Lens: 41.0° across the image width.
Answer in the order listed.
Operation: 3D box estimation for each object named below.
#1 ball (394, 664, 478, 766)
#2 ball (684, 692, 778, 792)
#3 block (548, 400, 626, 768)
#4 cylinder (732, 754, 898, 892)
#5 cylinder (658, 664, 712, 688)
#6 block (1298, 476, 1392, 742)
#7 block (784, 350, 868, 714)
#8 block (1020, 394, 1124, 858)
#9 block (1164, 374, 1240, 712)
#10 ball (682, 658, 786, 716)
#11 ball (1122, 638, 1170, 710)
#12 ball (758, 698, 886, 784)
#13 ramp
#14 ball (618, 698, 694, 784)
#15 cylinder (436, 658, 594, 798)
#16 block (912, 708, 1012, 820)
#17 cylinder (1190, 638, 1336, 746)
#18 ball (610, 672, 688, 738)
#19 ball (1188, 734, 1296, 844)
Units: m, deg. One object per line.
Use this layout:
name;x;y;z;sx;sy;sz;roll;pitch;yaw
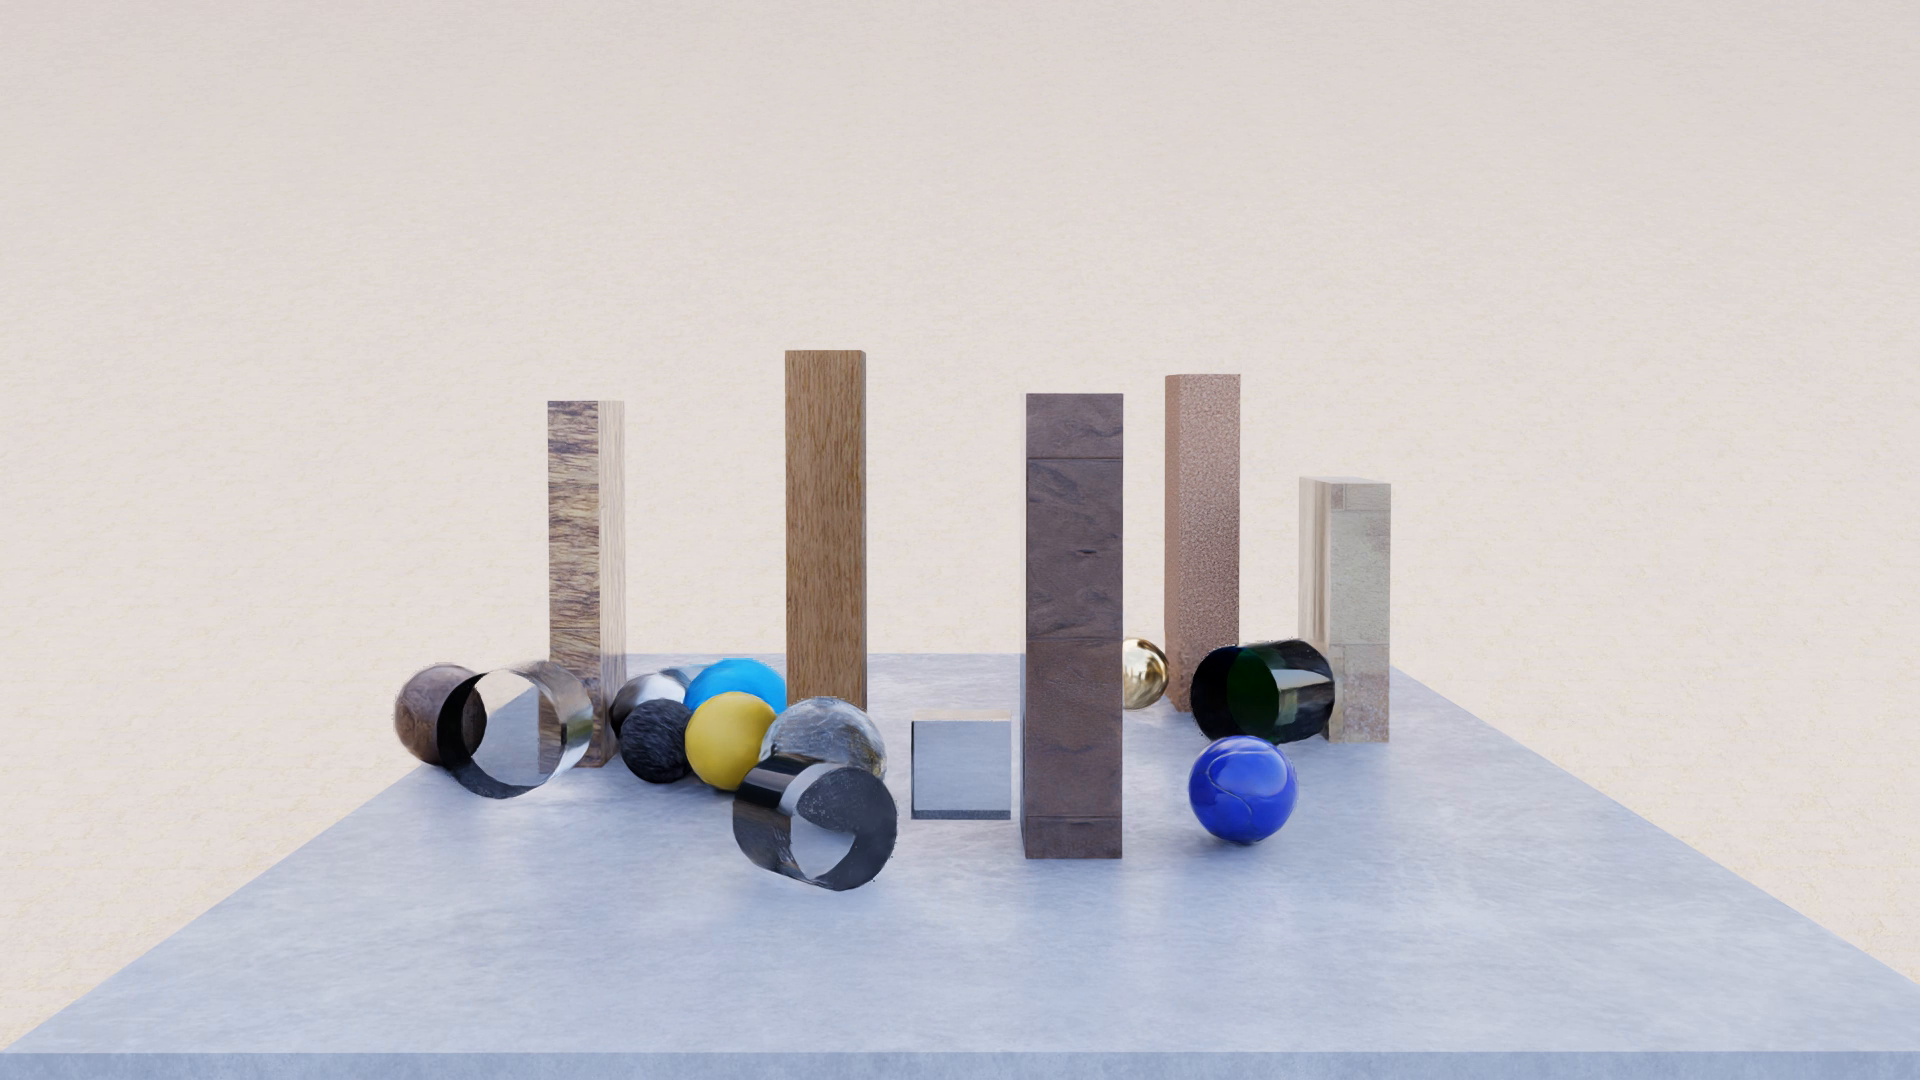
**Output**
ball;-0.901;0.307;4.509;0.181;0.181;0.181;0;21;0
ball;-0.370;0.331;4.221;0.164;0.164;0.164;0;21;0
block;-0.672;0.069;4.650;0.088;0.641;0.353;0;3;0
cylinder;-0.195;0.375;3.431;0.163;0.163;0.163;-13;10;-31
cylinder;-0.473;0.308;4.751;0.153;0.153;0.153;20;16;41
block;0.748;0.125;5.027;0.112;0.486;0.445;0;3;0
block;-0.215;0.055;4.176;0.119;0.720;0.246;0;3;0
block;0.159;0.113;3.738;0.135;0.651;0.315;0;3;0
block;0.511;-0.003;5.459;0.124;0.695;0.372;0;3;0
ball;-0.383;0.303;4.428;0.197;0.197;0.197;0;21;0
ball;0.354;0.273;5.242;0.148;0.148;0.148;0;21;0
ball;-0.207;0.335;3.884;0.193;0.193;0.193;0;21;0
ramp;0.049;0.446;4.532;2.000;0.100;4.000;0;3;0
ball;-0.500;0.337;4.310;0.143;0.143;0.143;0;21;0
cylinder;-0.732;0.309;4.242;0.207;0.207;0.207;3;3;7
block;0.003;0.348;4.008;0.152;0.152;0.152;0;3;1
cylinder;0.563;0.286;4.768;0.193;0.193;0.193;17;13;38
ball;-0.551;0.315;4.615;0.153;0.153;0.153;0;21;0
ball;0.409;0.361;3.724;0.157;0.157;0.157;0;21;0
